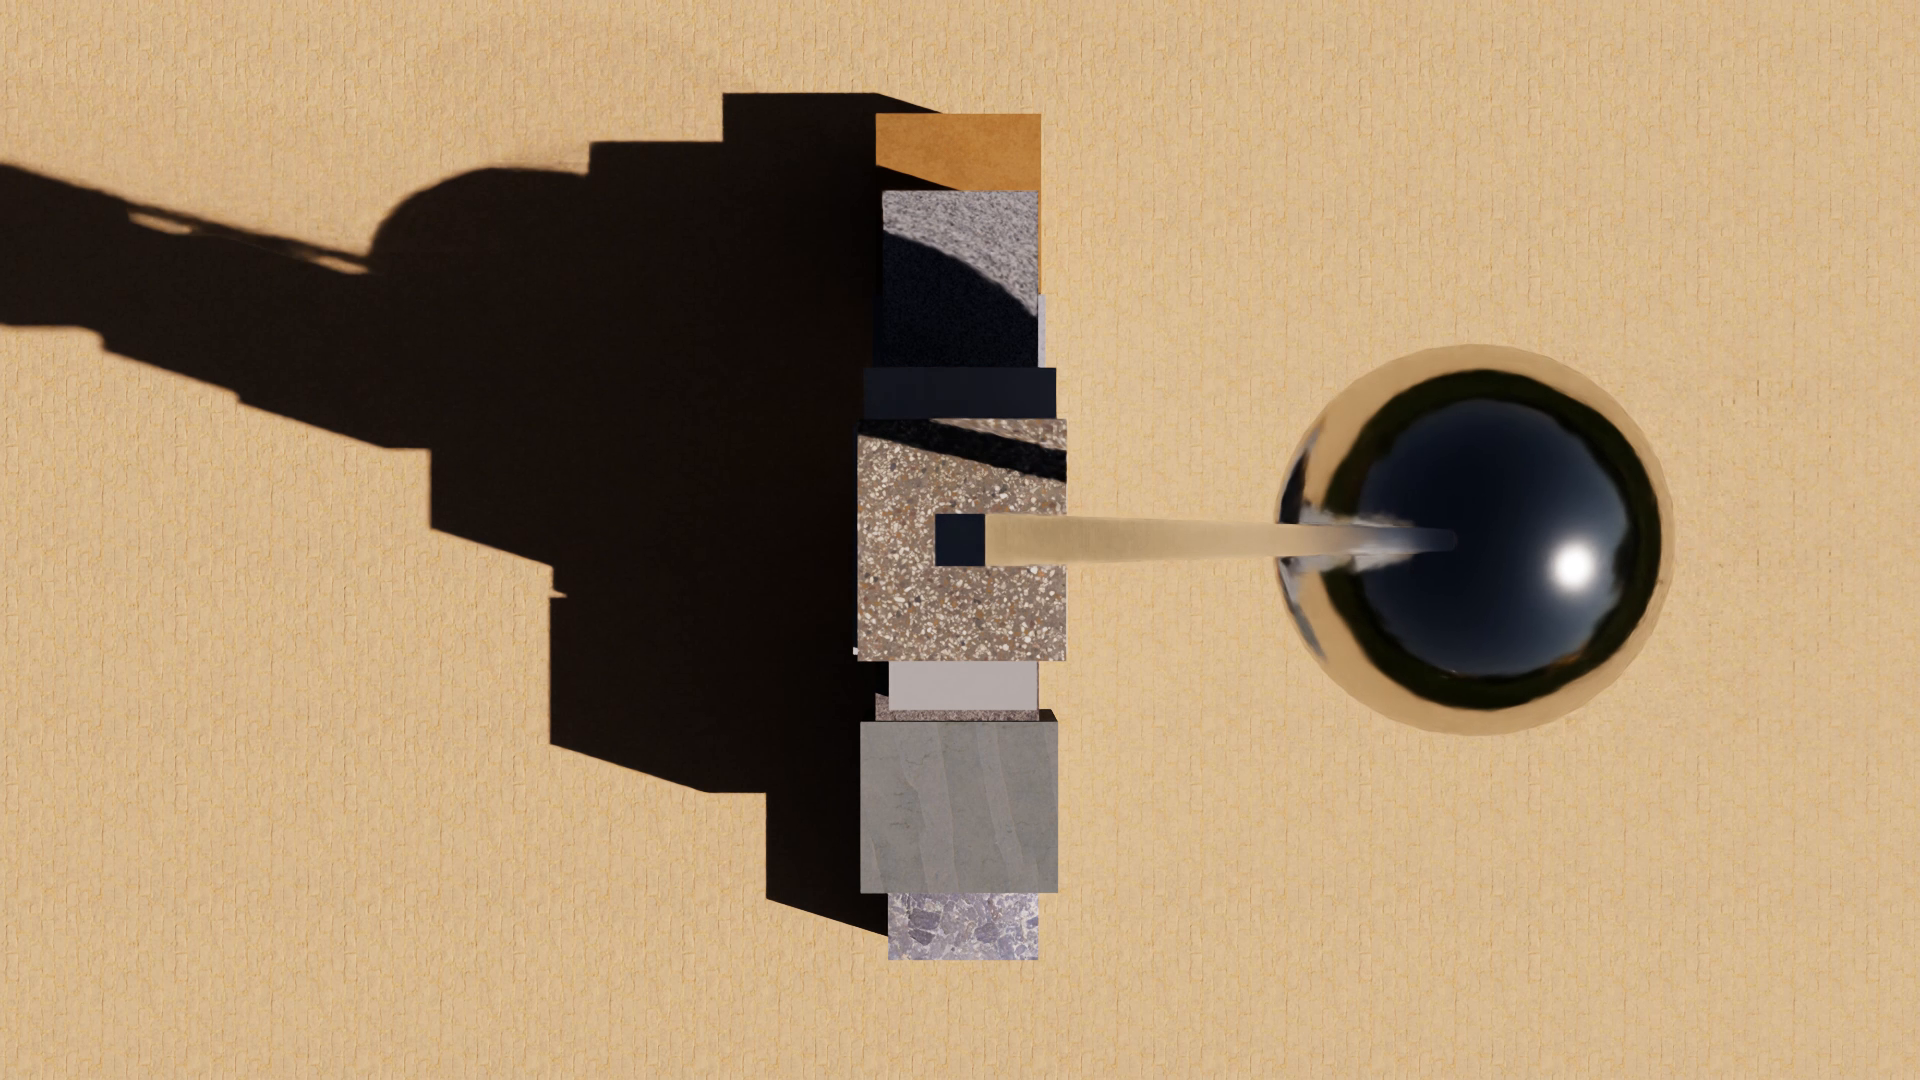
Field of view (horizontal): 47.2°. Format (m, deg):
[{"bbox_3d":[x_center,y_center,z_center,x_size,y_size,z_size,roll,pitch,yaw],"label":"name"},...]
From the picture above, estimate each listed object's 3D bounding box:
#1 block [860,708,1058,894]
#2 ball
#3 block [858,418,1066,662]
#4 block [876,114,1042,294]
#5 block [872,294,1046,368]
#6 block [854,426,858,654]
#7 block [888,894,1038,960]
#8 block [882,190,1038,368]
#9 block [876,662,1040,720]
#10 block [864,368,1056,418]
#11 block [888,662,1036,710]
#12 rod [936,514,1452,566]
[{"bbox_3d":[-0.003,1.367,11.666,1.010,0.859,0.875,0,90,0],"label":"block"},{"bbox_3d":[2.074,0.000,8.951,1.600,1.600,1.600,0,90,0],"label":"ball"},{"bbox_3d":[0.006,0.000,7.177,0.652,0.618,0.757,0,90,0],"label":"block"},{"bbox_3d":[-0.007,-1.859,12.568,0.913,0.864,0.989,0,90,0],"label":"block"},{"bbox_3d":[-0.004,-0.856,12.568,0.953,0.863,0.997,0,90,0],"label":"block"},{"bbox_3d":[0.000,0.000,7.841,0.728,0.711,0.778,0,90,0],"label":"block"},{"bbox_3d":[0.018,1.945,12.658,0.843,0.684,0.818,0,90,0],"label":"block"},{"bbox_3d":[0.003,-1.342,11.744,0.804,0.783,0.924,0,90,0],"label":"block"},{"bbox_3d":[-0.013,0.518,11.638,0.831,0.915,0.802,0,90,0],"label":"block"},{"bbox_3d":[0.002,-0.345,10.750,0.900,0.935,0.924,0,90,0],"label":"block"},{"bbox_3d":[0.013,0.466,10.805,0.700,0.752,0.680,0,90,0],"label":"block"},{"bbox_3d":[0.899,0.000,5.760,0.080,5.200,0.080,0,90,20],"label":"rod"}]
